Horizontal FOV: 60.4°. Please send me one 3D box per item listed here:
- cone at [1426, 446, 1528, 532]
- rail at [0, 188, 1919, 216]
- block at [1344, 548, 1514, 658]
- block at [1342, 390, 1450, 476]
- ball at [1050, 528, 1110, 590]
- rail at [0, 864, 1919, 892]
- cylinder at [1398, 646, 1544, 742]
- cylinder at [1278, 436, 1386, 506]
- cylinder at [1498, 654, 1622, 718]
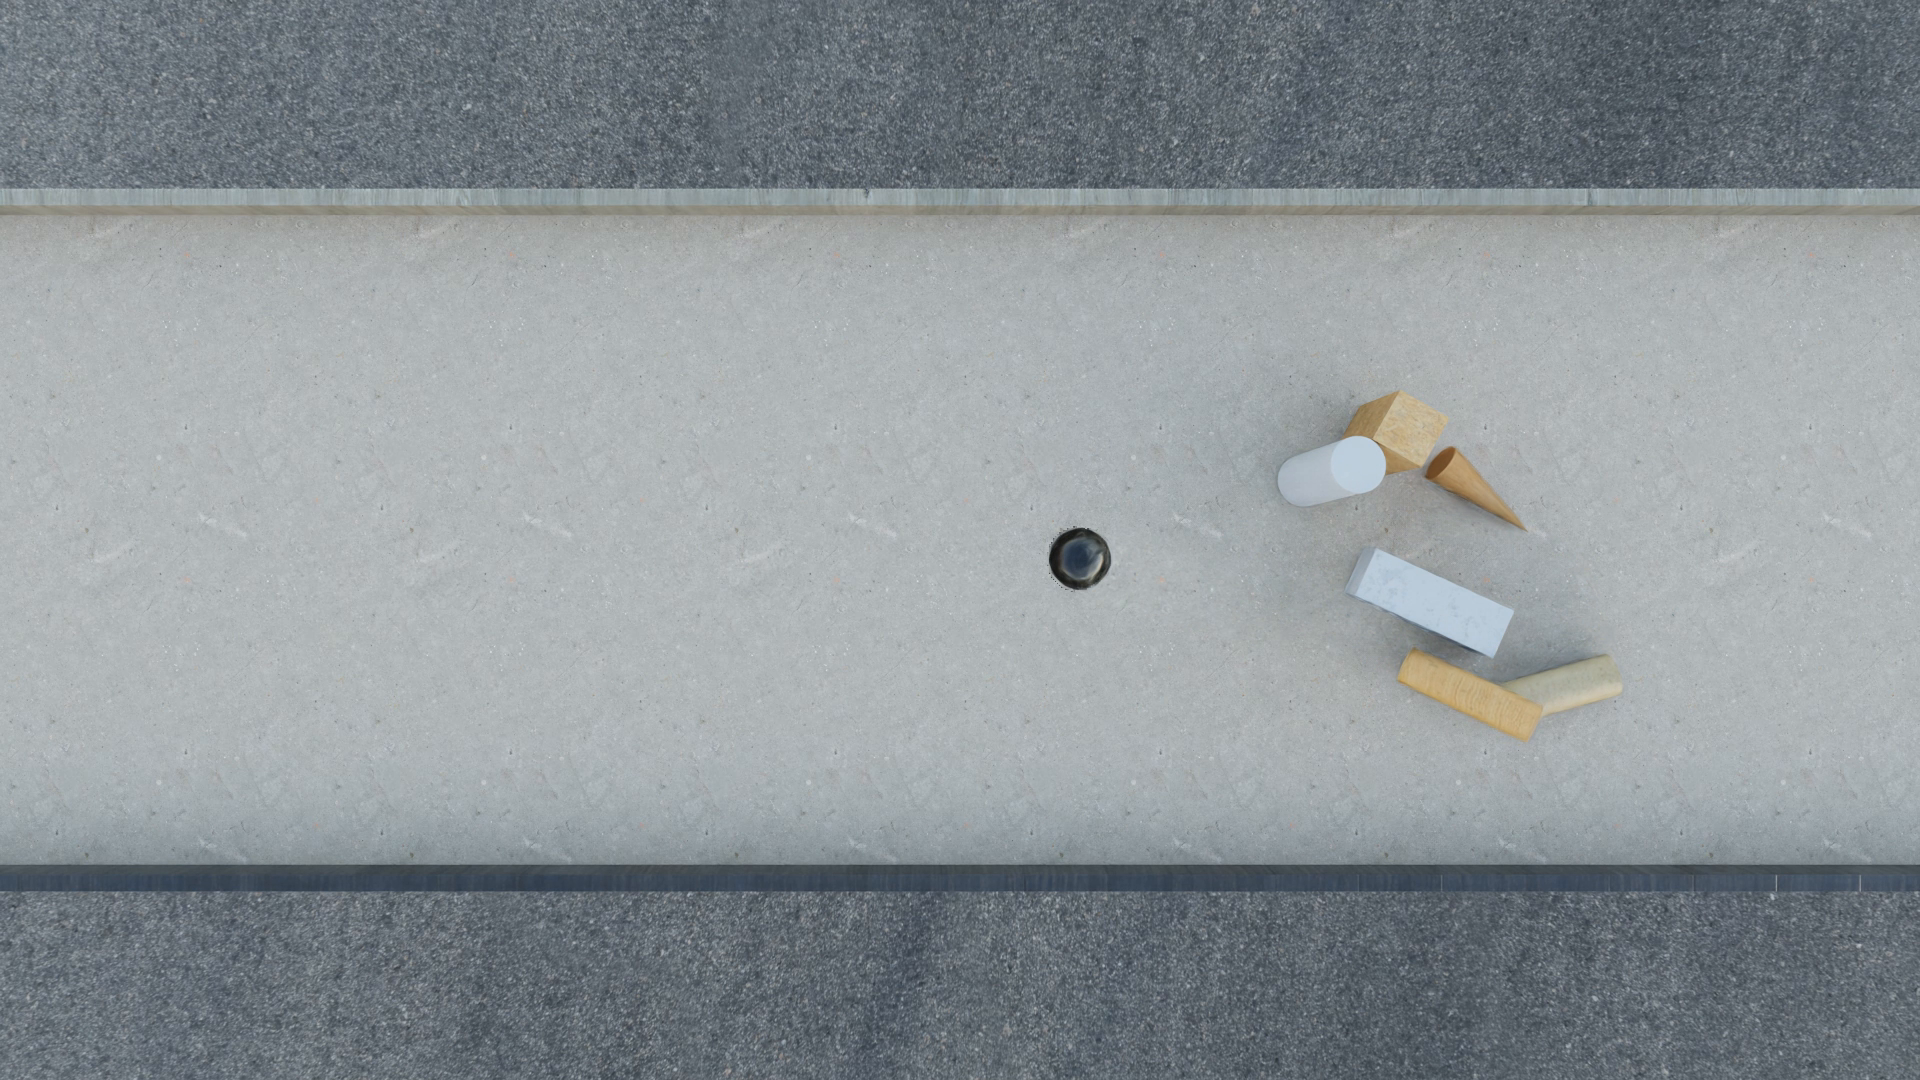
[{"bbox_3d":[1.607,-0.127,5.046,0.367,0.124,0.124,36,90,-10],"label":"cone"},{"bbox_3d":[-2.247,-1.025,5.002,12.000,0.150,0.050,0,90,0],"label":"rail"},{"bbox_3d":[1.417,0.188,4.999,0.452,0.154,0.154,24,90,0],"label":"block"},{"bbox_3d":[1.263,-0.308,4.850,0.160,0.450,0.160,30,89,0],"label":"block"},{"bbox_3d":[0.362,0.057,4.983,0.186,0.186,0.186,0,90,0],"label":"ball"},{"bbox_3d":[-2.247,1.025,5.001,12.000,0.150,0.050,0,90,0],"label":"rail"},{"bbox_3d":[1.526,0.459,4.938,0.409,0.116,0.116,26,90,25],"label":"cylinder"},{"bbox_3d":[1.084,-0.196,4.839,0.161,0.457,0.161,1,86,-8],"label":"cylinder"},{"bbox_3d":[1.811,0.457,5.011,0.356,0.130,0.130,-16,90,0],"label":"cylinder"}]
